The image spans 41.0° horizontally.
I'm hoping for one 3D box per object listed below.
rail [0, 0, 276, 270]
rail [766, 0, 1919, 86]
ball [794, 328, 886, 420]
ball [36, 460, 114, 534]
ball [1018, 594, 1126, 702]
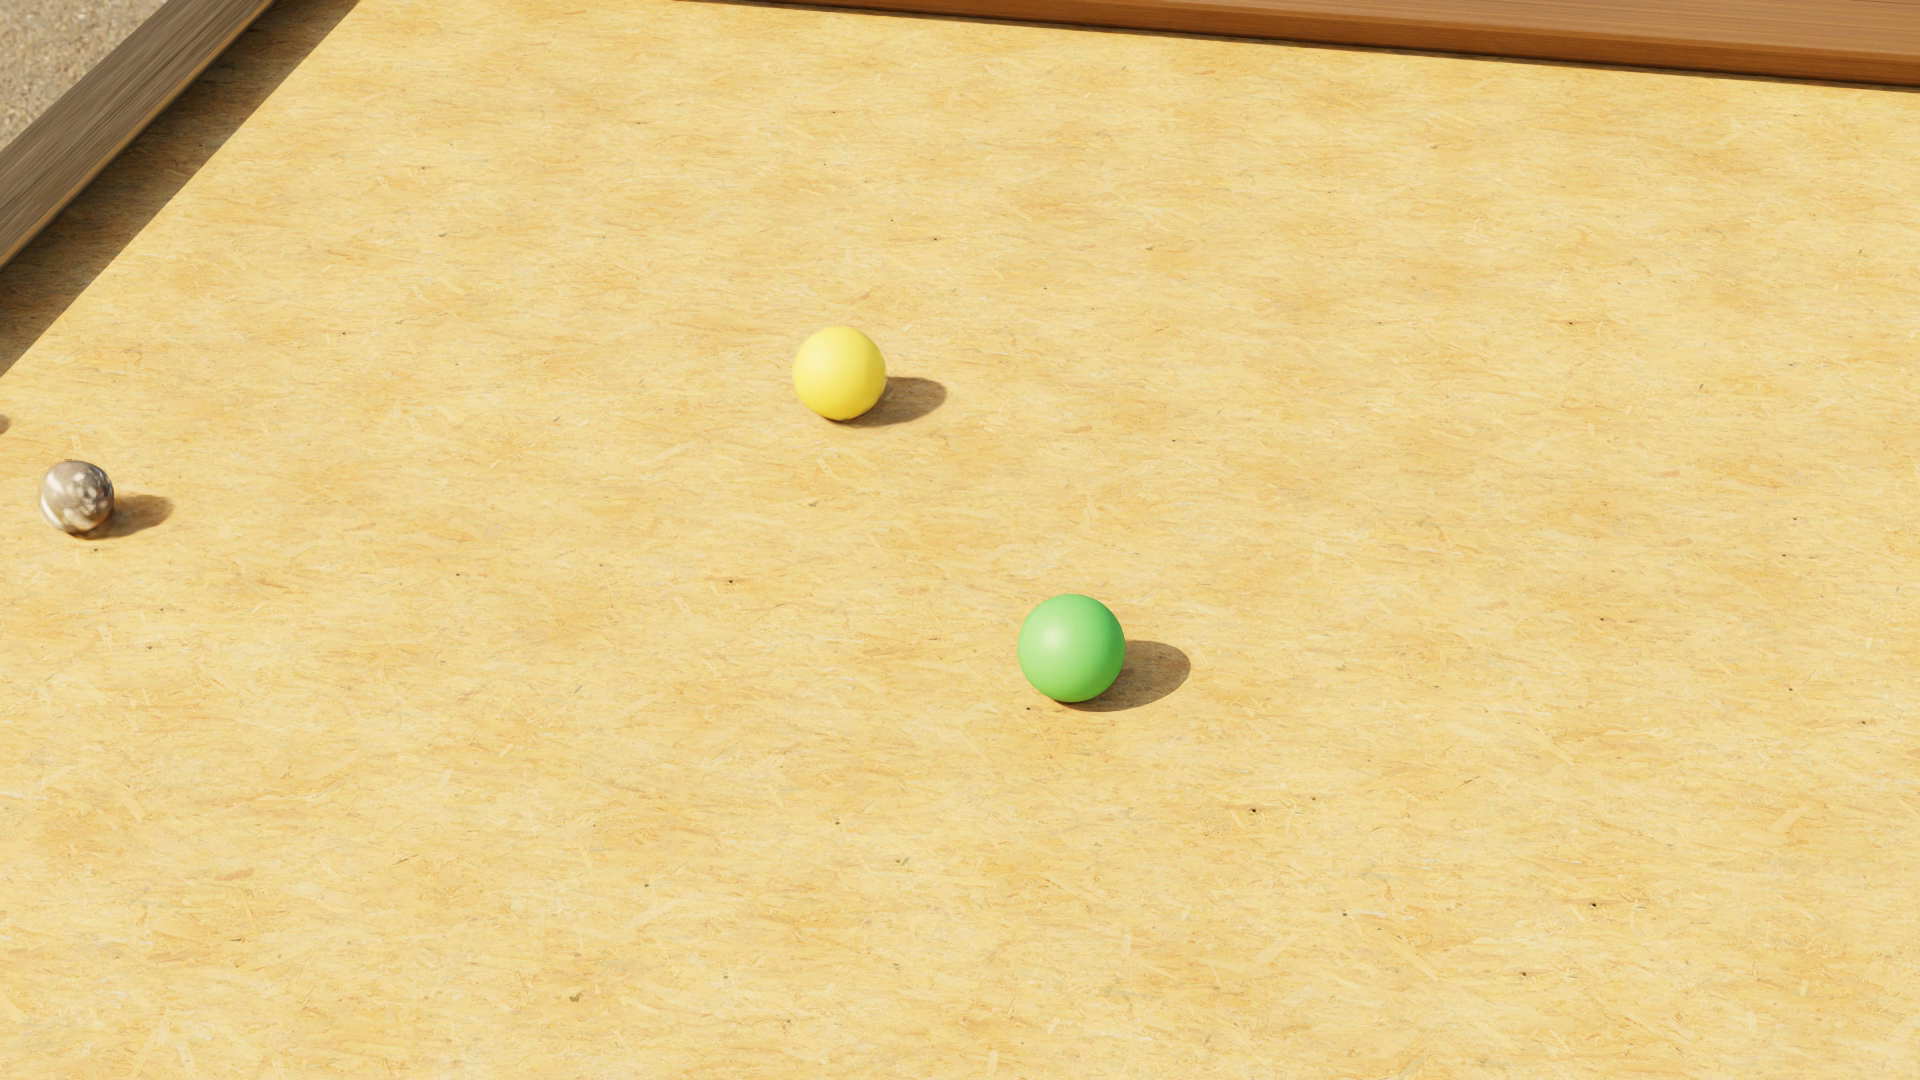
[{"bbox_3d":[-0.887,-0.107,2.007,0.045,0.097,2.038,6,35,9],"label":"rail"},{"bbox_3d":[1.092,-0.474,2.538,3.704,0.097,0.045,6,35,9],"label":"rail"},{"bbox_3d":[-0.096,-0.134,2.068,0.075,0.075,0.075,0,35,0],"label":"ball"},{"bbox_3d":[-0.668,-0.033,1.938,0.056,0.056,0.056,0,35,0],"label":"ball"},{"bbox_3d":[0.077,0.074,1.766,0.075,0.075,0.075,0,35,0],"label":"ball"}]
